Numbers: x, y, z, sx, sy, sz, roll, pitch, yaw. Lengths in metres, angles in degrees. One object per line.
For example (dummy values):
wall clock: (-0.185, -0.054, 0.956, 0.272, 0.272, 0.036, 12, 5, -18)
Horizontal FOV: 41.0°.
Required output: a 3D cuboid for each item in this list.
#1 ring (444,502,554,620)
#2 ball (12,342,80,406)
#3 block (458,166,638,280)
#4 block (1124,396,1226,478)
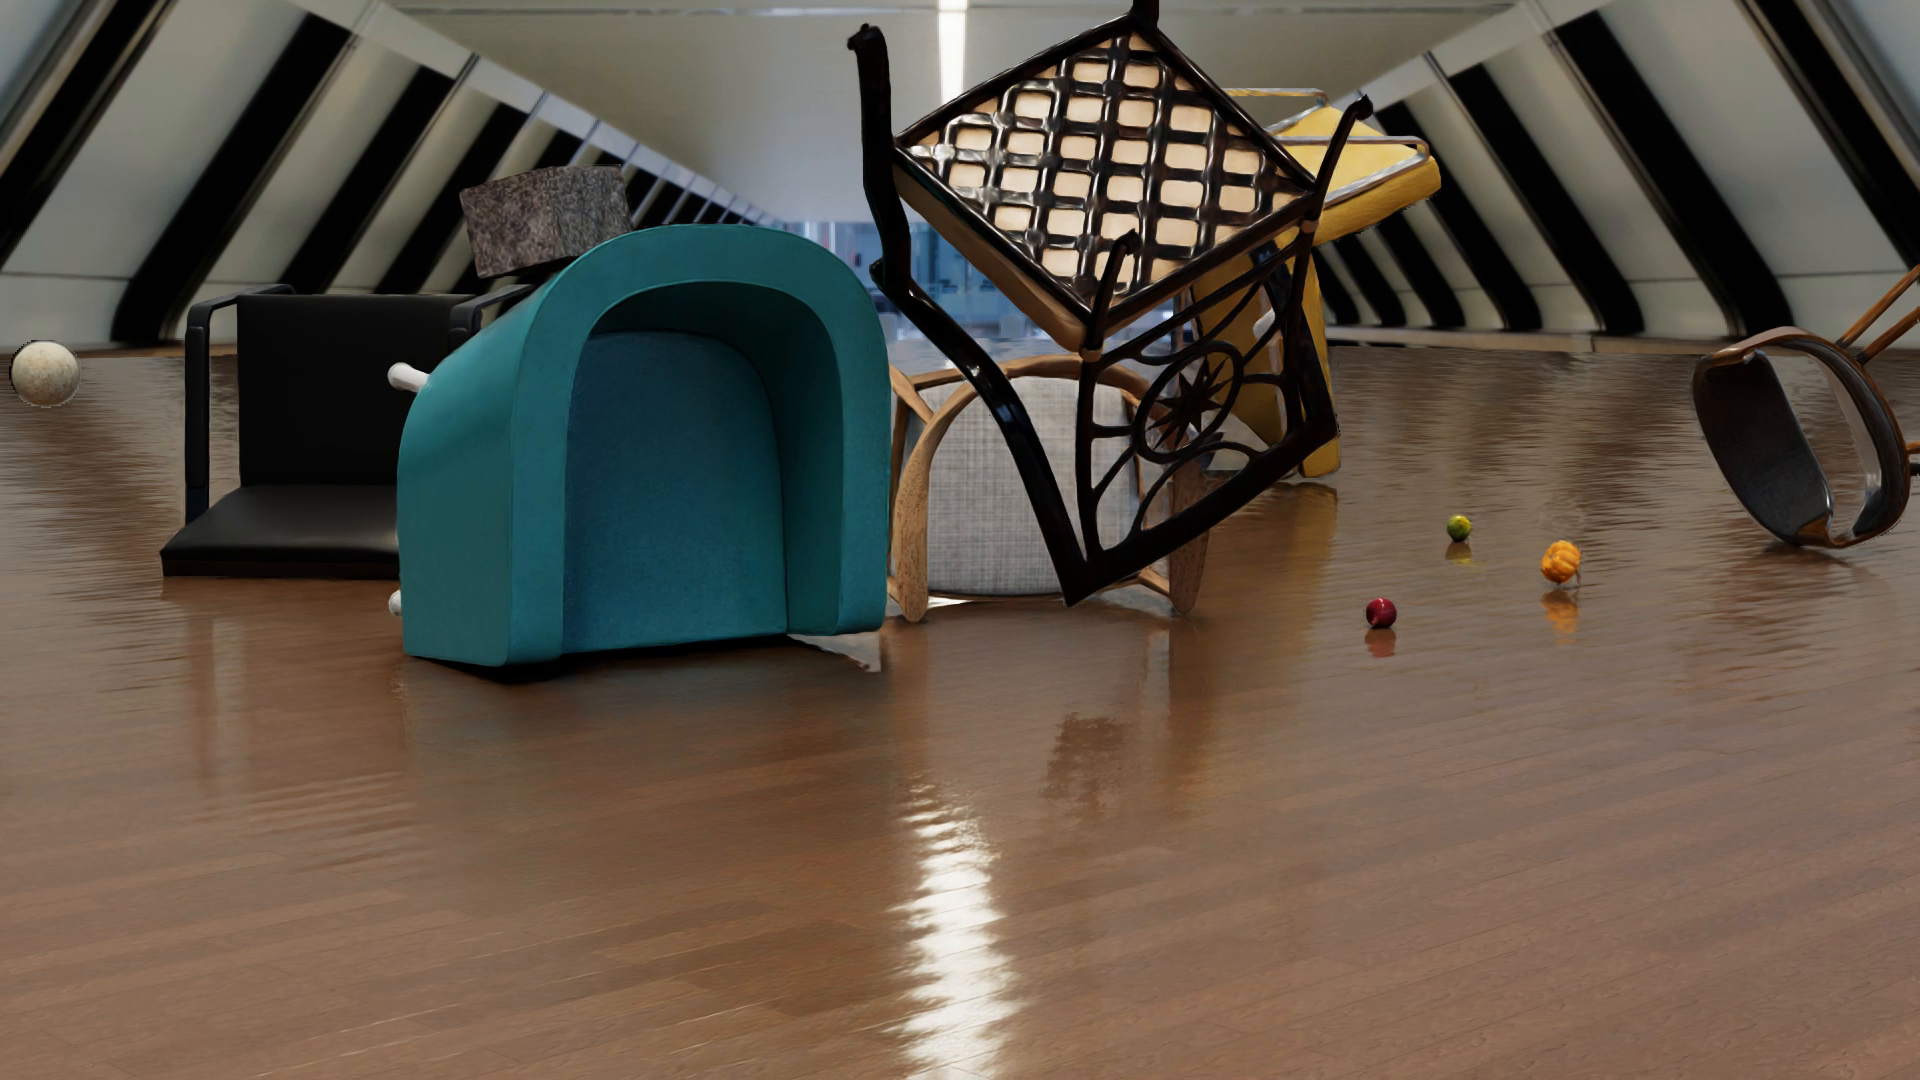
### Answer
ring: (-0.886, 0.042, 4.935, 0.198, 0.221, 0.161, 17, 29, 6)
ball: (-2.176, -0.396, 6.106, 0.153, 0.153, 0.153, 0, 6, 0)
block: (-0.676, -0.525, 4.235, 0.162, 0.146, 0.255, -11, 4, 22)
block: (0.711, -0.343, 8.502, 0.239, 0.161, 0.173, 35, 23, 27)
